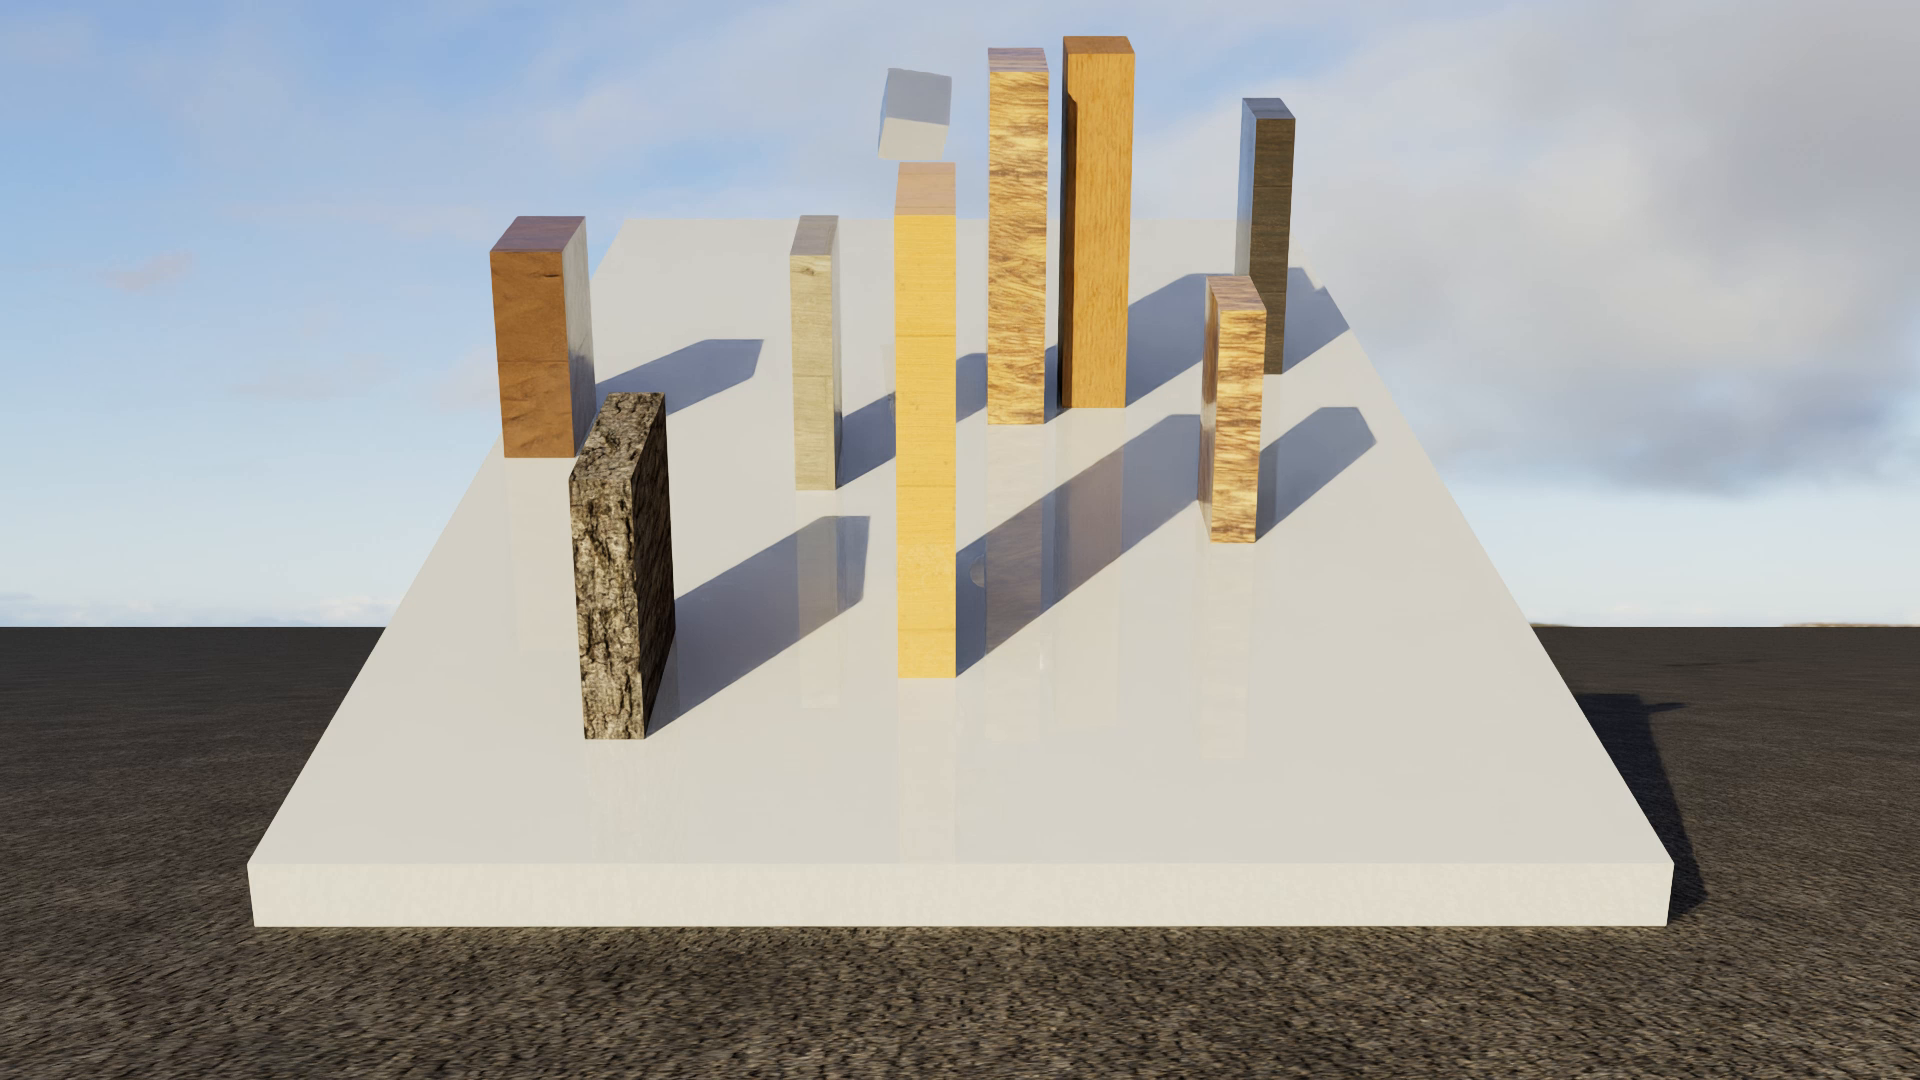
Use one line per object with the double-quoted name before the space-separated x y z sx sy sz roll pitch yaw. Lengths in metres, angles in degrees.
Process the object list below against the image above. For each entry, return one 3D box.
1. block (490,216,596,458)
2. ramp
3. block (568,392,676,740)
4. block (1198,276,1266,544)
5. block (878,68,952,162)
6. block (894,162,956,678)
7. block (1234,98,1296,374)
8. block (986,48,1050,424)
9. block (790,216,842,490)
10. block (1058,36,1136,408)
"block" -0.891 -0.440 4.905 0.148 0.446 0.326 0 21 0
"ramp" -0.006 -0.214 5.082 2.000 0.100 4.000 0 21 0
"block" -0.541 0.032 3.692 0.093 0.431 0.437 0 21 0
"block" 0.522 -0.254 4.406 0.084 0.459 0.255 0 21 0
"block" -0.130 -1.214 6.543 0.182 0.182 0.182 6 -30 -7
"block" -0.055 -0.207 3.831 0.095 0.780 0.401 0 21 0
"block" 0.719 -0.724 5.428 0.090 0.607 0.271 0 21 0
"block" 0.123 -0.676 5.064 0.124 0.775 0.327 0 21 0
"block" -0.295 -0.392 4.722 0.080 0.489 0.352 0 21 0
"block" 0.302 -0.715 5.140 0.143 0.794 0.252 0 21 0
